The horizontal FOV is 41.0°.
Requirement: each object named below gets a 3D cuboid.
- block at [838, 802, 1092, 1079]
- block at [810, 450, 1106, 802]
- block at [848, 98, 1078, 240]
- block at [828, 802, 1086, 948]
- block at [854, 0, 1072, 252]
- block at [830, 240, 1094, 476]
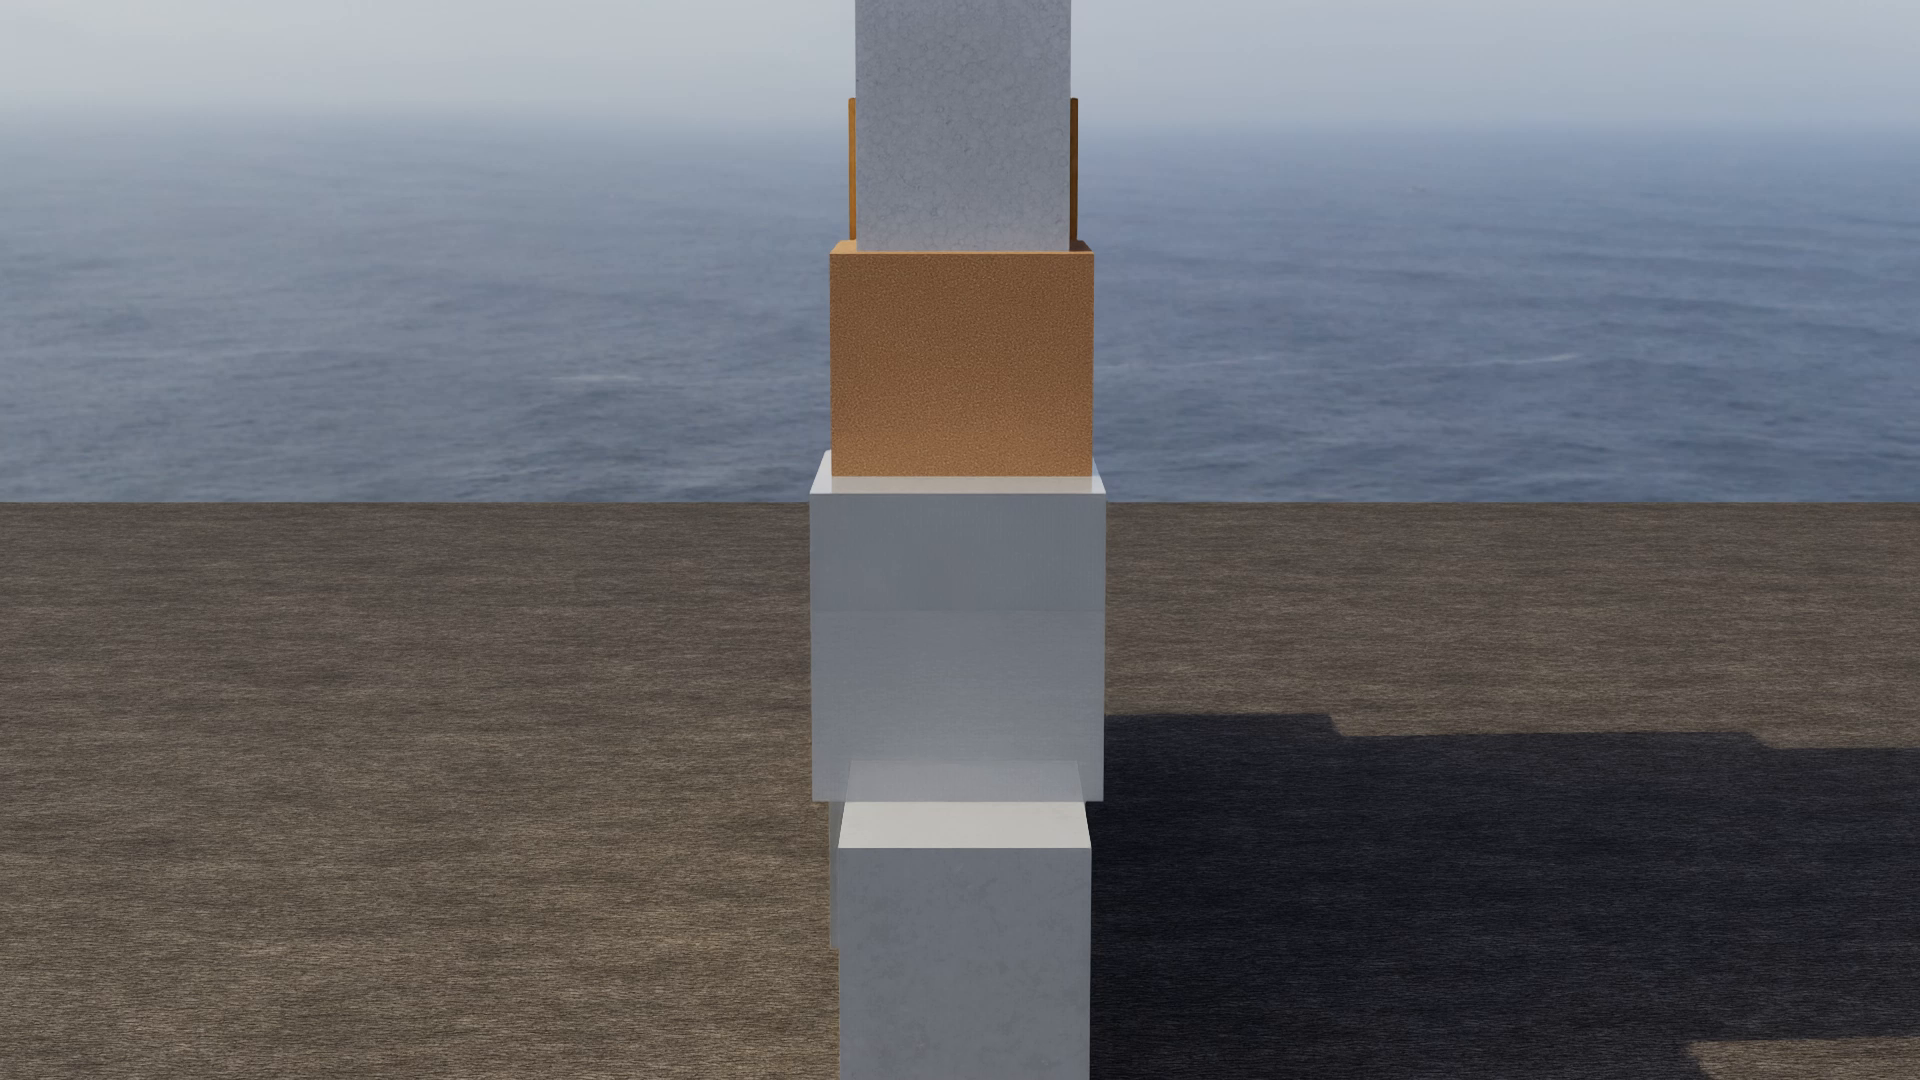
[{"bbox_3d":[0.016,1.419,9.095,0.847,0.954,0.887,0,10,0],"label":"block"},{"bbox_3d":[-0.008,0.290,9.558,1.033,1.106,1.096,0,10,0],"label":"block"},{"bbox_3d":[0.013,-1.334,10.580,0.904,0.964,0.814,0,10,0],"label":"block"},{"bbox_3d":[-0.010,1.076,10.870,1.034,0.995,1.081,0,10,0],"label":"block"},{"bbox_3d":[0.011,-1.594,9.668,0.772,0.957,0.889,0,10,0],"label":"block"},{"bbox_3d":[0.007,-0.701,9.678,0.948,0.806,0.851,0,10,0],"label":"block"}]
